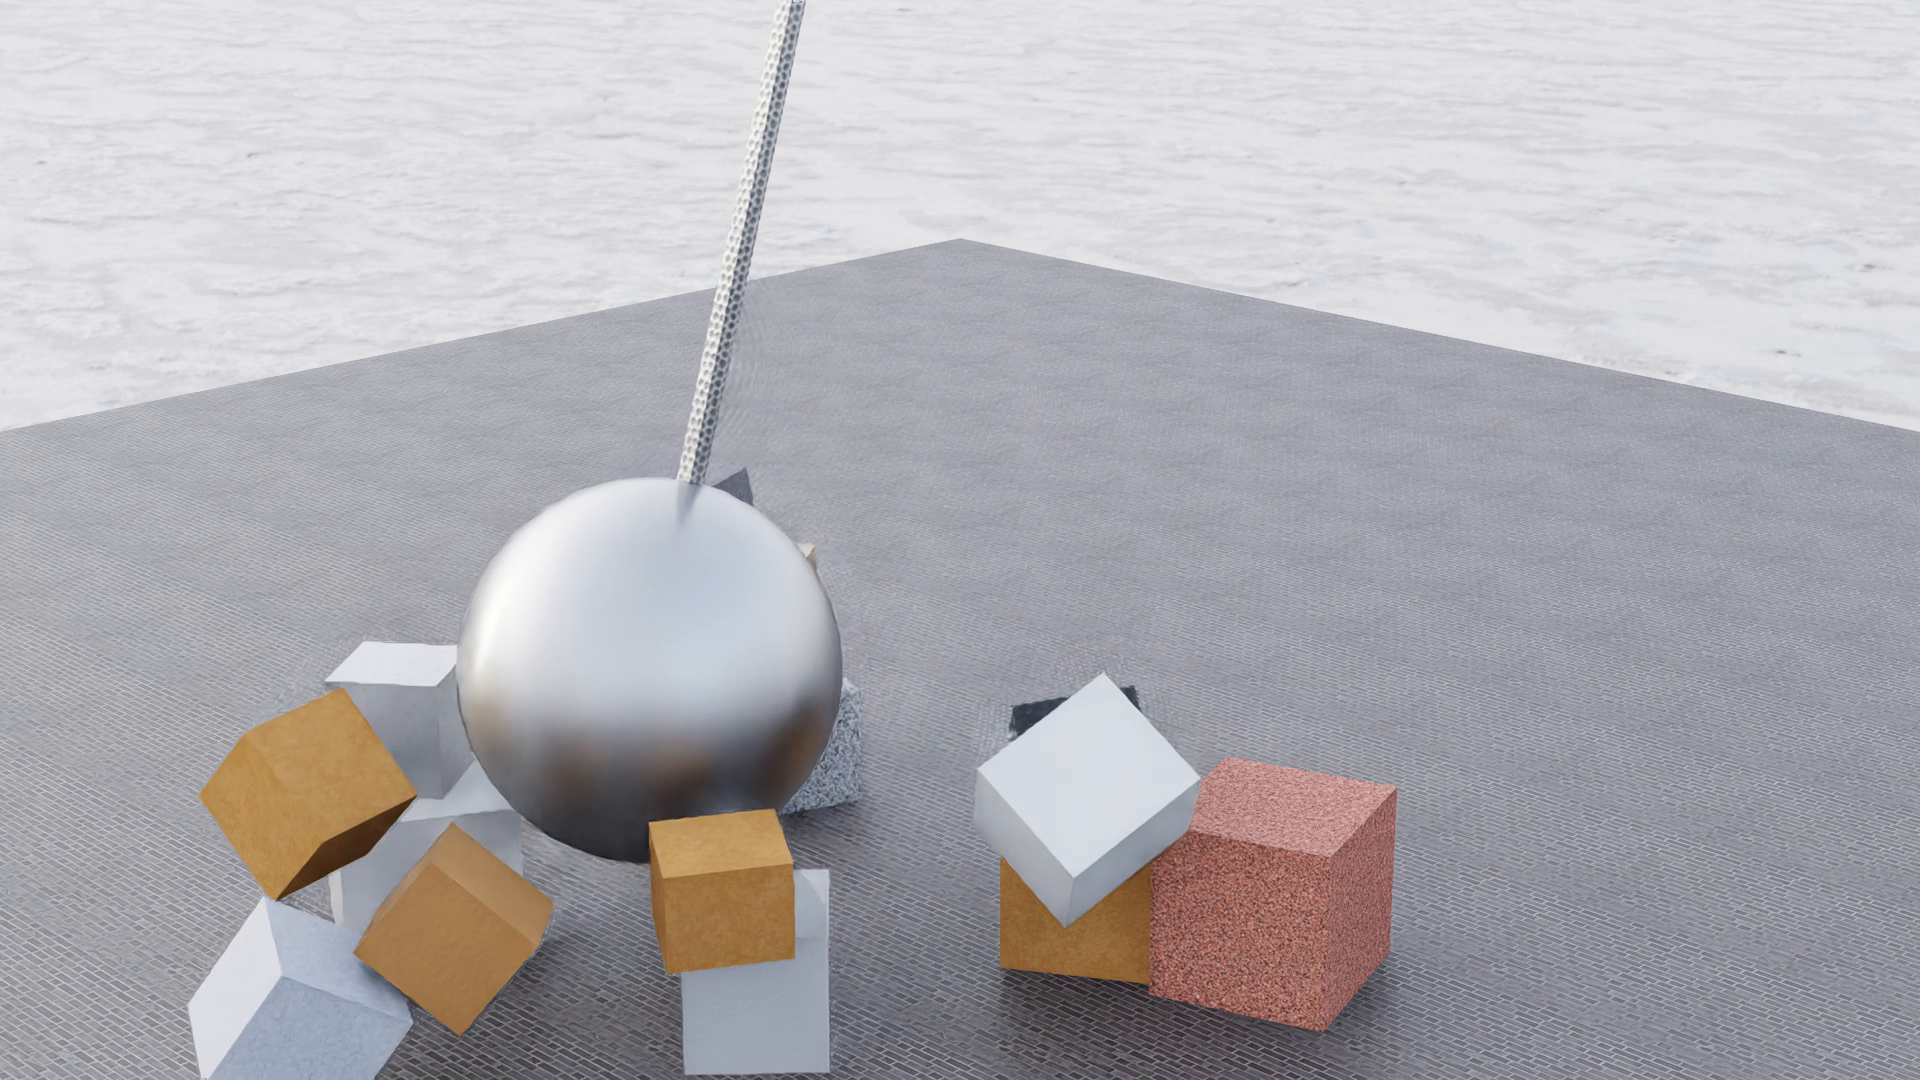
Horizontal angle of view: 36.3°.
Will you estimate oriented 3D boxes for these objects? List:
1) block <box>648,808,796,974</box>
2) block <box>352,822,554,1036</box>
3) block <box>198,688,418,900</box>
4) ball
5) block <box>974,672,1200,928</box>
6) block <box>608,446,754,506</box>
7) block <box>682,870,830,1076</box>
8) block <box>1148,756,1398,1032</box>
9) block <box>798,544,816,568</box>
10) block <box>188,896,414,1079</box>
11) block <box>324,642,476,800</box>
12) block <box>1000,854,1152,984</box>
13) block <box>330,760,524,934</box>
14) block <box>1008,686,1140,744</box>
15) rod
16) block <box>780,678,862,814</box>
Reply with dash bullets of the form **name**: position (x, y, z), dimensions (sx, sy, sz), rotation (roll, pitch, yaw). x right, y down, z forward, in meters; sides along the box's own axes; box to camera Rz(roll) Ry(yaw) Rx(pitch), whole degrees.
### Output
- **block**: position (-0.922, 1.355, 11.352), dimensions (0.496, 0.429, 0.419), rotation (-5, 26, -12)
- **block**: position (-1.937, 1.489, 11.266), dimensions (0.514, 0.471, 0.500), rotation (40, 9, -8)
- **block**: position (-2.666, 1.041, 11.994), dimensions (0.512, 0.527, 0.549), rotation (-27, 77, -47)
- **ball**: position (-1.284, 0.538, 12.164), dimensions (1.600, 1.600, 1.600), rotation (0, 17, 0)
- **block**: position (0.489, 1.028, 11.547), dimensions (0.643, 0.590, 0.572), rotation (-36, 70, -17)
- **block**: position (-1.338, -0.048, 13.828), dimensions (0.531, 0.518, 0.556), rotation (15, 36, 40)
- **block**: position (-0.816, 1.738, 11.830), dimensions (0.575, 0.588, 0.649), rotation (-1, 18, -2)
- **block**: position (1.323, 1.475, 12.361), dimensions (0.773, 0.773, 0.835), rotation (9, 19, 25)
- **block**: position (-1.008, 0.369, 14.282), dimensions (0.518, 0.577, 0.550), rotation (2, 18, 9)
- **block**: position (-2.513, 1.803, 11.155), dimensions (0.571, 0.550, 0.503), rotation (28, 15, -32)
- **block**: position (-2.440, 0.786, 12.822), dimensions (0.496, 0.523, 0.508), rotation (2, 18, 7)
- **block**: position (0.566, 1.446, 12.663), dimensions (0.651, 0.648, 0.661), rotation (4, 18, 13)
- **block**: position (-2.347, 1.396, 12.827), dimensions (0.768, 0.644, 0.642), rotation (-5, 18, -17)
- **block**: position (0.505, 0.939, 12.159), dimensions (0.519, 0.461, 0.423), rotation (-9, -26, -6)
- **rod**: position (-0.557, -2.772, 11.887), dimensions (0.080, 5.200, 0.080), rotation (17, 6, 42)
- **block**: position (-0.897, 0.940, 14.393), dimensions (0.594, 0.576, 0.685), rotation (-8, 19, -24)
